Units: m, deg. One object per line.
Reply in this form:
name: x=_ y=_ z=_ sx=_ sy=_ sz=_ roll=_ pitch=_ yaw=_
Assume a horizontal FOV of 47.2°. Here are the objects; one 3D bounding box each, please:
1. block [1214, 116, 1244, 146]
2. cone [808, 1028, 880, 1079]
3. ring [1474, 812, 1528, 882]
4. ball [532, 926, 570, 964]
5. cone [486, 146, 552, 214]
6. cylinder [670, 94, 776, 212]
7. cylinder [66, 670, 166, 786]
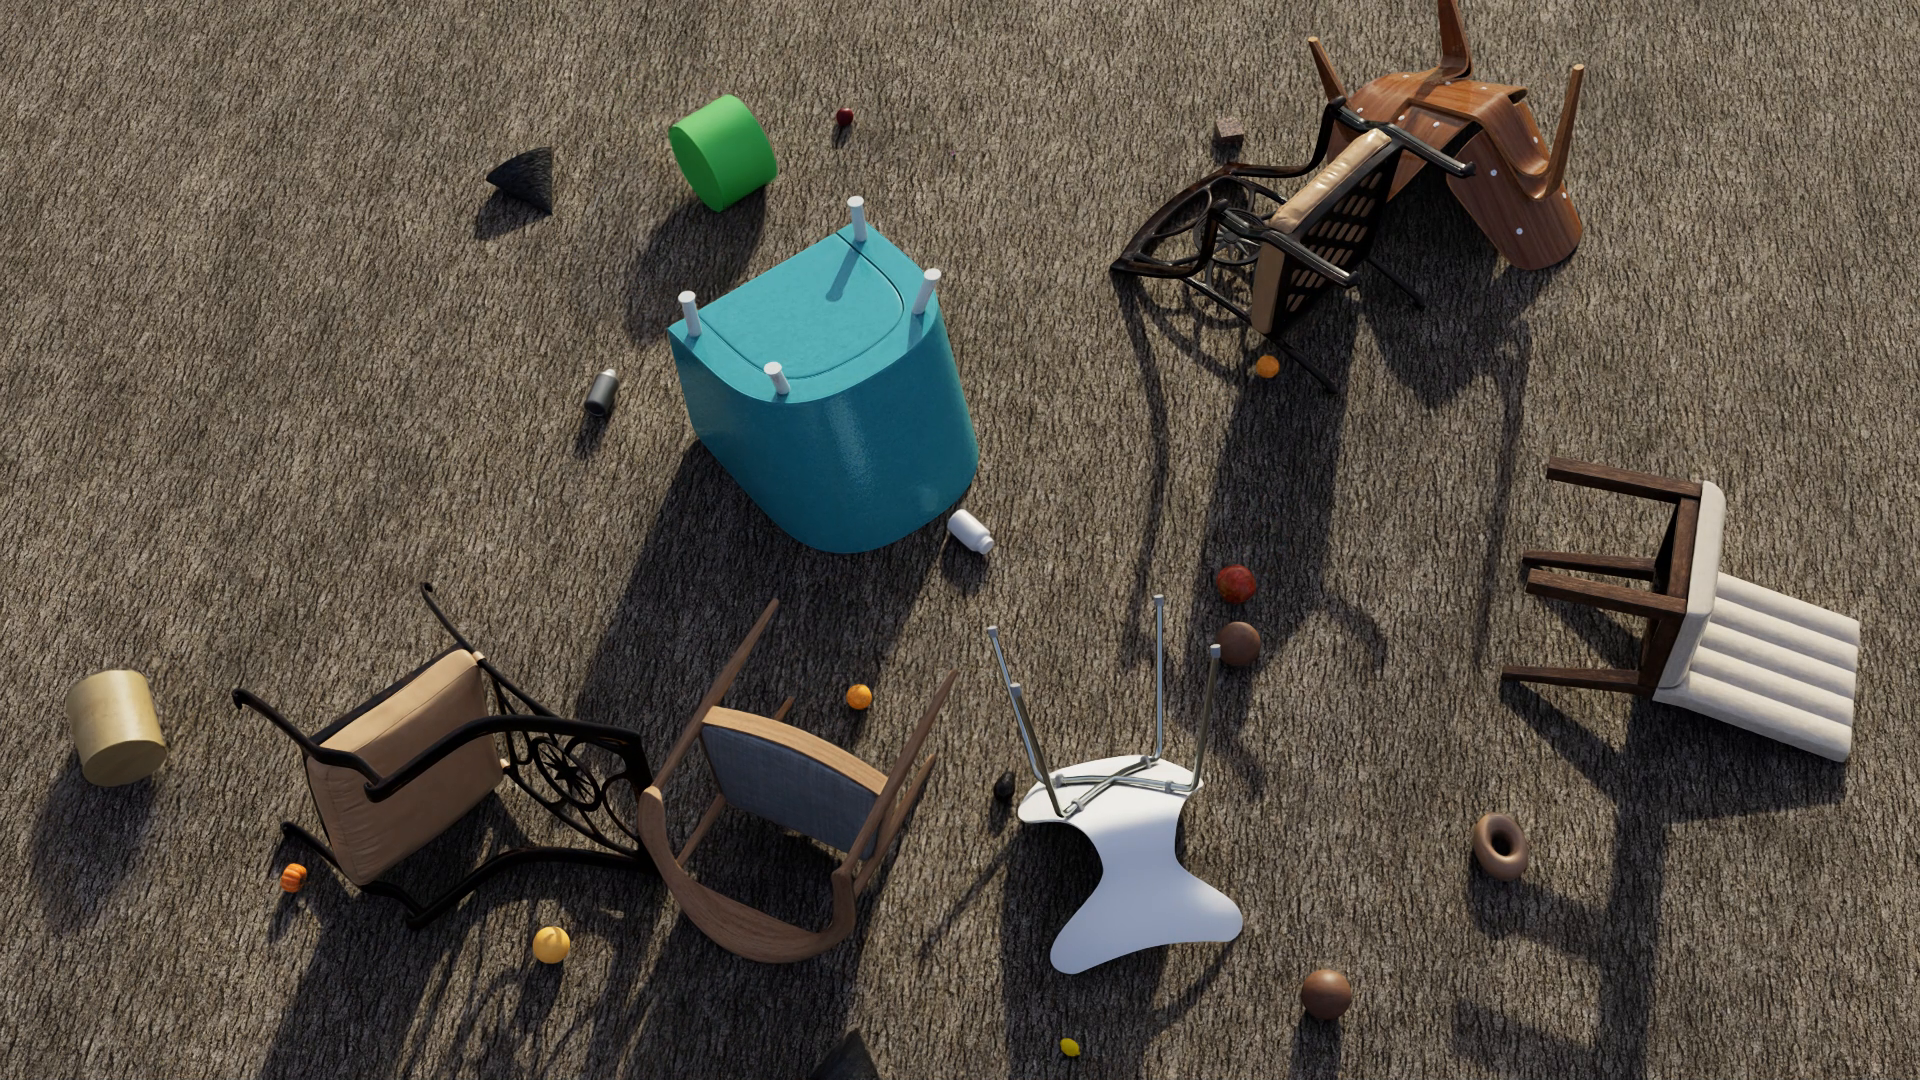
block: x=0.916 y=-1.390 z=7.481 sx=0.079 sy=0.043 sz=0.083 roll=-9 pitch=57 yaw=-6
cone: x=-0.238 y=1.403 z=5.575 sx=0.249 sy=0.206 sz=0.213 roll=43 pitch=91 yaw=-1
ring: x=1.467 y=0.832 z=5.967 sx=0.140 sy=0.082 sz=0.199 roll=-7 pitch=56 yaw=-3
ball: x=-1.077 y=1.068 z=5.799 sx=0.097 sy=0.097 sz=0.097 roll=0 pitch=56 yaw=0
cone: x=-1.413 y=-1.166 z=7.322 sx=0.249 sy=0.118 sz=0.221 roll=-30 pitch=76 yaw=-20
cylinder: x=-0.783 y=-1.278 z=7.257 sx=0.222 sy=0.318 sz=0.243 roll=-36 pitch=23 yaw=-22
cylinder: x=-2.339 y=0.521 z=6.098 sx=0.222 sy=0.210 sz=0.240 roll=-29 pitch=59 yaw=2
